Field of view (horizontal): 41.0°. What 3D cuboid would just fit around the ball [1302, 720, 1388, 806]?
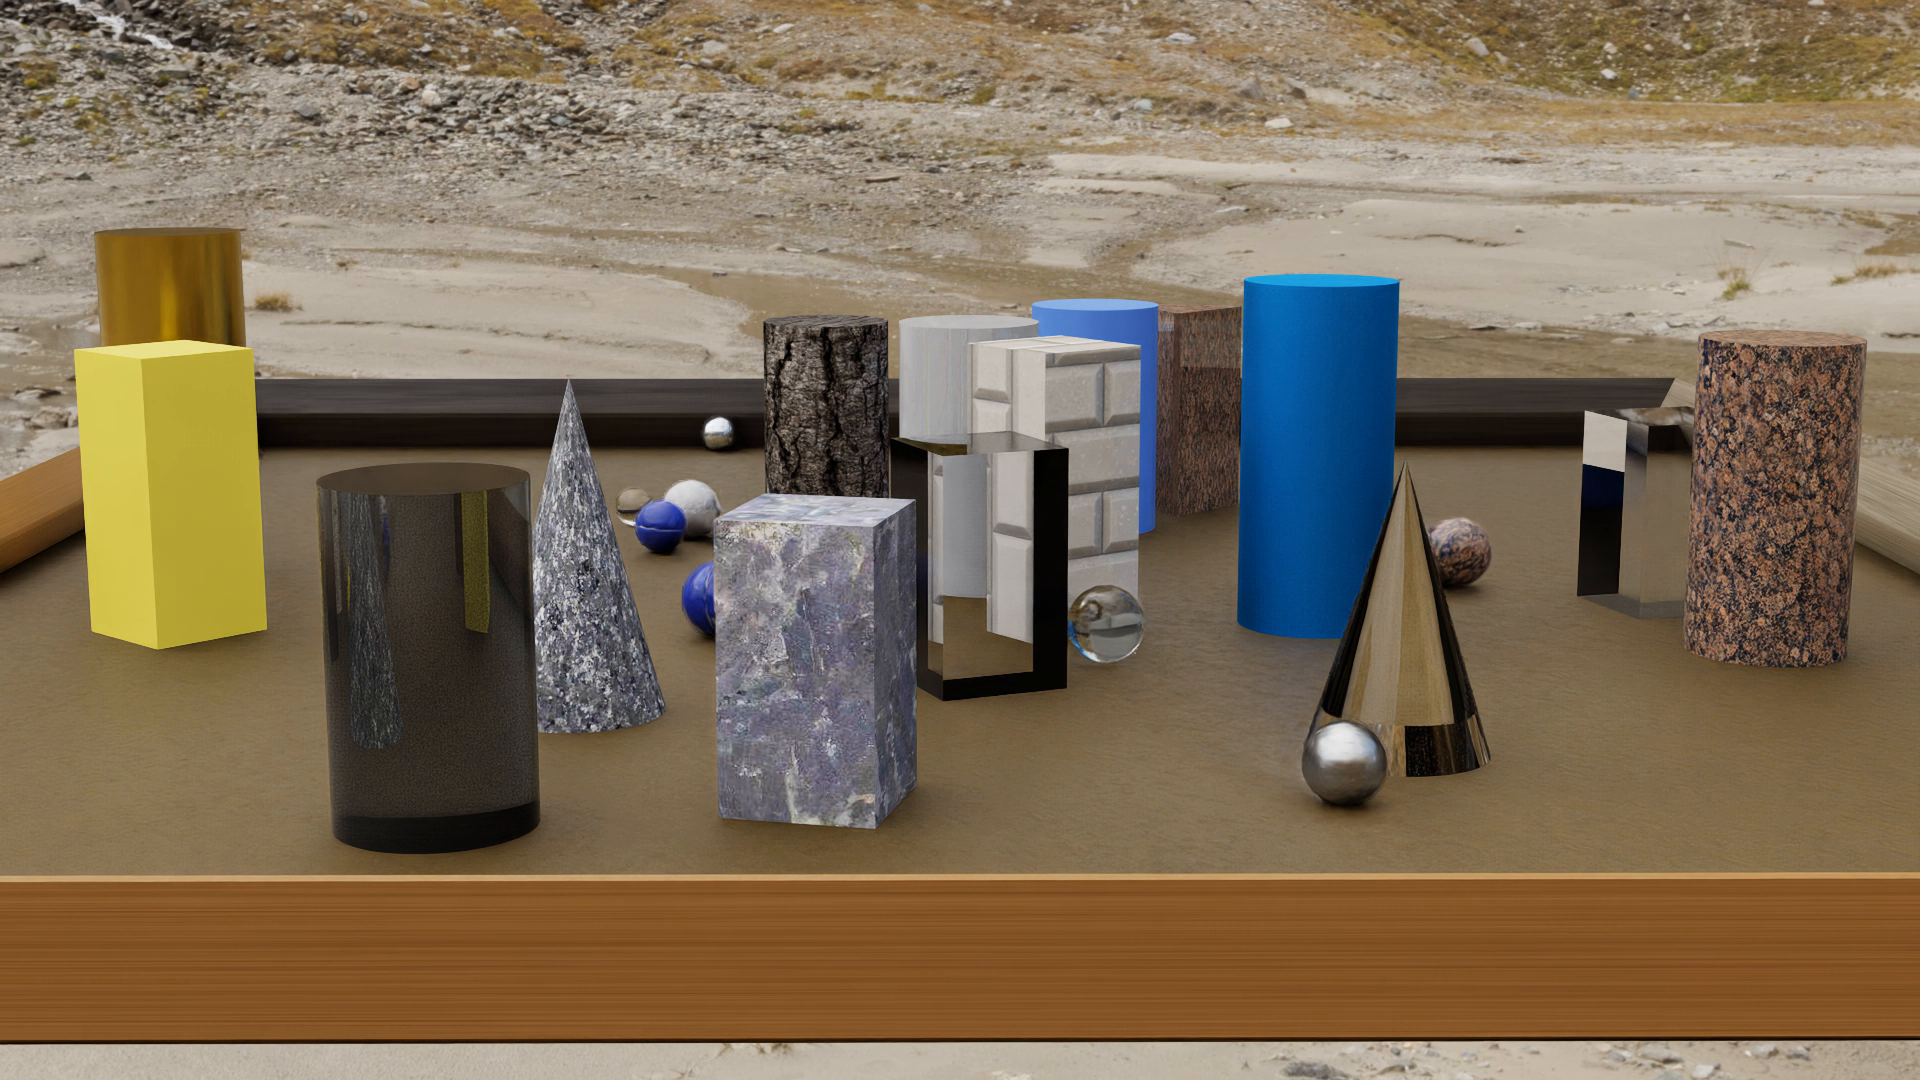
[{"bbox_3d":[0.383,0.222,2.558,0.084,0.084,0.084,0,10,0],"label":"ball"}]

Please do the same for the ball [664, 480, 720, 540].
[{"bbox_3d":[-0.419,-0.047,3.996,0.092,0.092,0.092,0,10,0],"label":"ball"}]

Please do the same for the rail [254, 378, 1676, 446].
[{"bbox_3d":[-0.009,-0.244,4.948,2.792,0.130,0.045,0,10,0],"label":"rail"}]

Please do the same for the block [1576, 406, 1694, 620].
[{"bbox_3d":[0.958,-0.040,3.493,0.160,0.260,0.160,-3,11,-17],"label":"block"}]

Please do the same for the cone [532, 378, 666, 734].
[{"bbox_3d":[-0.437,0.007,2.899,0.200,0.384,0.200,0,10,0],"label":"cone"}]

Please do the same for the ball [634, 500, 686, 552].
[{"bbox_3d":[-0.454,-0.021,3.889,0.078,0.078,0.078,0,10,0],"label":"ball"}]

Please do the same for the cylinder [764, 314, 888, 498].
[{"bbox_3d":[-0.215,-0.191,4.132,0.200,0.325,0.200,0,10,0],"label":"cylinder"}]

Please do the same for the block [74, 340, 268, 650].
[{"bbox_3d":[-1.020,-0.063,3.319,0.160,0.369,0.160,9,14,41],"label":"block"}]

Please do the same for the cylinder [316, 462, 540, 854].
[{"bbox_3d":[-0.509,0.109,2.468,0.200,0.340,0.200,0,10,0],"label":"cylinder"}]

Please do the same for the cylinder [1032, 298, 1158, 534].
[{"bbox_3d":[0.213,-0.197,4.081,0.200,0.355,0.200,0,10,0],"label":"cylinder"}]

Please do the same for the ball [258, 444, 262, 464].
[{"bbox_3d":[-1.300,-0.156,4.656,0.065,0.065,0.065,0,10,0],"label":"ball"}]

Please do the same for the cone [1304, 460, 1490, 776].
[{"bbox_3d":[0.469,0.071,2.731,0.200,0.319,0.200,0,10,0],"label":"cone"}]

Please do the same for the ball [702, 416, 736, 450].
[{"bbox_3d":[-0.460,-0.203,4.910,0.066,0.066,0.066,0,10,0],"label":"ball"}]

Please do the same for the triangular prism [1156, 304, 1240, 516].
[{"bbox_3d":[0.354,-0.223,4.282,0.150,0.333,0.173,9,14,41],"label":"triangular prism"}]

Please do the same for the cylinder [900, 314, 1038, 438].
[{"bbox_3d":[0.013,-0.129,3.678,0.200,0.368,0.200,0,10,0],"label":"cylinder"}]

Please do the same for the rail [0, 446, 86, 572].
[{"bbox_3d":[-1.372,0.035,3.441,0.045,0.130,3.097,0,10,0],"label":"rail"}]

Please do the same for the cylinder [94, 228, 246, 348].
[{"bbox_3d":[-1.125,-0.195,3.689,0.200,0.494,0.200,0,10,0],"label":"cylinder"}]

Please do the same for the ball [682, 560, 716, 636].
[{"bbox_3d":[-0.309,0.075,3.315,0.098,0.098,0.098,0,10,0],"label":"ball"}]

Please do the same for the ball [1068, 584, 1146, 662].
[{"bbox_3d":[0.180,0.103,3.168,0.096,0.096,0.096,0,10,0],"label":"ball"}]

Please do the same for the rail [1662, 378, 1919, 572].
[{"bbox_3d":[1.372,0.032,3.456,0.045,0.130,3.097,0,10,0],"label":"rail"}]

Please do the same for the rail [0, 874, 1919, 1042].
[{"bbox_3d":[0.009,0.311,1.949,2.792,0.130,0.045,0,10,0],"label":"rail"}]

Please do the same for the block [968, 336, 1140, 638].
[{"bbox_3d":[0.121,-0.071,3.359,0.160,0.370,0.160,-8,13,-37],"label":"block"}]

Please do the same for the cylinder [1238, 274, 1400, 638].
[{"bbox_3d":[0.468,-0.114,3.361,0.200,0.453,0.200,0,10,0],"label":"cylinder"}]

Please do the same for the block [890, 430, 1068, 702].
[{"bbox_3d":[0.022,0.027,3.055,0.160,0.287,0.160,-5,11,-23],"label":"block"}]

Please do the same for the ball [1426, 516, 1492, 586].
[{"bbox_3d":[0.701,0.017,3.628,0.099,0.099,0.099,0,10,0],"label":"ball"}]

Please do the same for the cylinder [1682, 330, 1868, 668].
[{"bbox_3d":[1.017,-0.056,3.208,0.200,0.395,0.200,0,10,0],"label":"cylinder"}]

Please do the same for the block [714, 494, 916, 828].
[{"bbox_3d":[-0.141,0.116,2.548,0.160,0.297,0.160,3,11,13],"label":"block"}]

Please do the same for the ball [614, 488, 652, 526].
[{"bbox_3d":[-0.524,-0.054,4.116,0.060,0.060,0.060,0,10,0],"label":"ball"}]
